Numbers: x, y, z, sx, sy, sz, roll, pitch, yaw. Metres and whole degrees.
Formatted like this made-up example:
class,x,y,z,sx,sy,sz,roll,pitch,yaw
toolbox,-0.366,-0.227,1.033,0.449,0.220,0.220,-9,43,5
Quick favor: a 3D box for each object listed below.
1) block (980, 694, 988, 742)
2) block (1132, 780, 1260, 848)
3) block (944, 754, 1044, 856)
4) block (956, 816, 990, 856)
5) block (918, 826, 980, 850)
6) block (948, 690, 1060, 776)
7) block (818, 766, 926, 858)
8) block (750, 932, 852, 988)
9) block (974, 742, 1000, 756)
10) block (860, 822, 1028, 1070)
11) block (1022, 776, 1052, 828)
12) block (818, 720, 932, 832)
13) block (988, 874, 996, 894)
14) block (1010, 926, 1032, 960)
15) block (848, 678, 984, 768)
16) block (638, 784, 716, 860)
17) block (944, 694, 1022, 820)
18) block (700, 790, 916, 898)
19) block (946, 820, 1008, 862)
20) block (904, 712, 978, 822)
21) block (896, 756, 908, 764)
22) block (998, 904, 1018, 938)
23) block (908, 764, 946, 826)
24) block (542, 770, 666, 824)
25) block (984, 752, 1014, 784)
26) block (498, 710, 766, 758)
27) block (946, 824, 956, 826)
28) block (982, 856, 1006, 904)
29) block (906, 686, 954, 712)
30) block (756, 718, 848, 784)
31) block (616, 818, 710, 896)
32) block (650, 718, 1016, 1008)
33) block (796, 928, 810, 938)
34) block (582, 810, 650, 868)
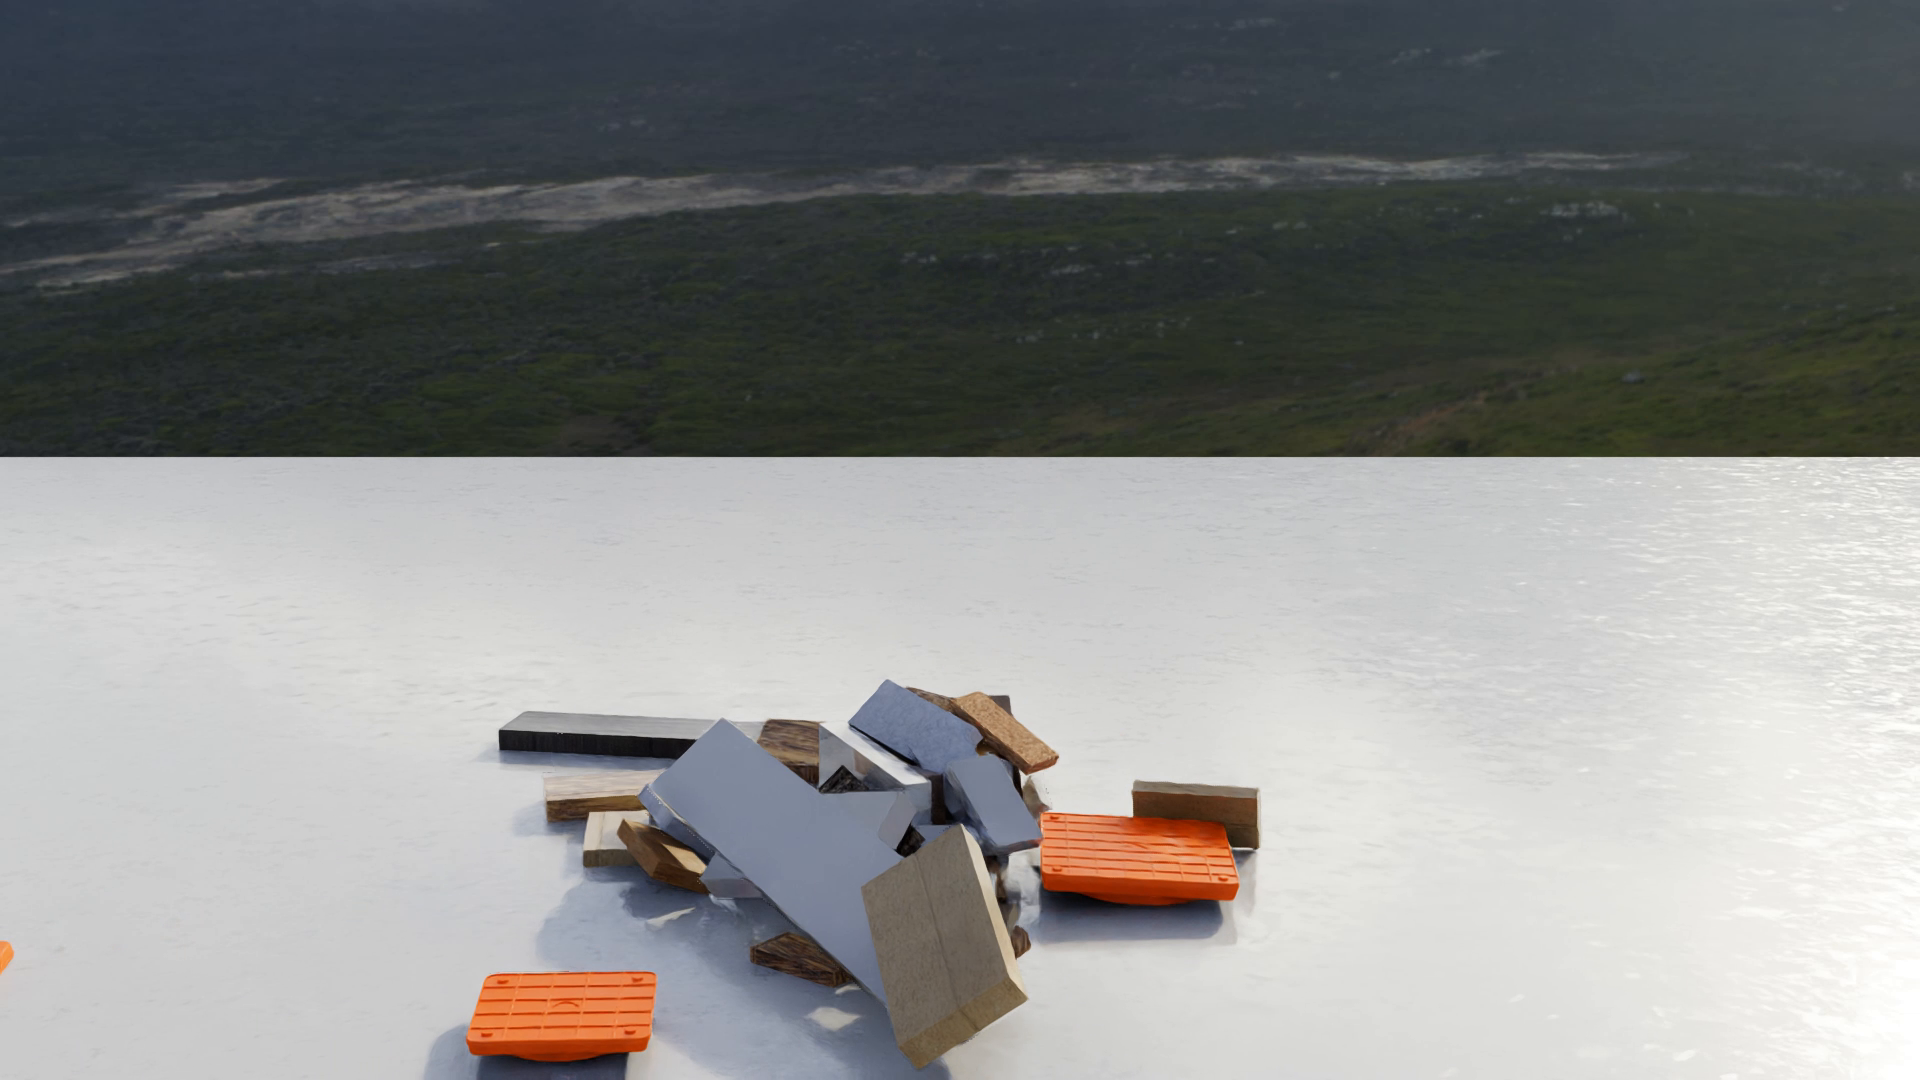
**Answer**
class,x,y,z,sx,sy,sz,roll,pitch,yaw
block,0.048,0.336,4.023,0.075,0.021,0.149,-14,31,-22
block,0.419,0.487,3.904,0.221,0.111,0.031,2,31,14
block,0.056,0.445,3.704,0.094,0.027,0.187,-7,47,-30
block,0.029,0.496,3.761,0.075,0.021,0.149,0,18,1
block,-0.019,0.546,3.608,0.100,0.028,0.201,0,35,2
block,0.077,0.344,3.939,0.205,0.023,0.080,37,31,30
block,-0.190,0.504,3.716,0.171,0.049,0.343,-47,22,-8
block,-0.229,0.638,3.346,0.168,0.024,0.084,8,13,37
block,0.034,0.393,3.891,0.055,0.016,0.110,6,29,12
block,-0.027,0.552,3.028,0.175,0.050,0.351,-34,29,7
block,0.127,0.487,3.999,0.021,0.075,0.149,29,8,-12
block,-0.155,0.458,3.909,0.049,0.171,0.426,-5,11,-23
block,0.003,0.591,3.461,0.100,0.028,0.201,1,24,3
block,-0.010,0.589,3.294,0.111,0.031,0.222,-33,33,-30
block,-0.083,0.343,3.976,0.111,0.031,0.282,-48,37,-15
block,-0.497,0.499,3.897,0.108,0.031,0.217,35,-4,-22
block,0.020,0.391,3.992,0.162,0.046,0.325,-2,29,-2
block,-0.249,0.495,3.569,0.351,0.050,0.175,-8,39,41
block,0.007,0.462,3.958,0.162,0.046,0.325,0,29,2
block,-0.013,0.393,3.820,0.094,0.027,0.187,-30,51,-7
block,-0.161,0.422,4.160,0.031,0.111,0.221,35,3,-34
block,-0.004,0.577,3.237,0.168,0.024,0.084,-6,39,26
block,-0.115,0.442,3.909,0.027,0.094,0.388,-5,3,-23
block,-0.628,0.480,4.146,0.303,0.043,0.152,-2,11,-13
block,0.067,0.426,3.830,0.055,0.016,0.110,27,38,-25
block,-0.519,0.410,4.520,0.845,0.043,0.152,2,11,10
block,0.004,0.539,3.751,0.075,0.021,0.149,-1,31,-4
block,0.029,0.563,3.655,0.075,0.021,0.149,-2,25,-6
block,-0.066,0.317,4.052,0.160,0.023,0.080,11,45,46
block,-0.251,0.420,4.333,0.303,0.043,0.152,2,30,11
block,-0.500,0.536,3.732,0.108,0.031,0.217,22,3,-27
block,-0.232,0.500,3.435,0.175,0.050,0.996,-44,29,-12
block,-0.174,0.584,3.408,0.084,0.024,0.168,-23,-2,-41
block,-0.609,0.530,3.909,0.108,0.031,0.217,-1,11,-6
